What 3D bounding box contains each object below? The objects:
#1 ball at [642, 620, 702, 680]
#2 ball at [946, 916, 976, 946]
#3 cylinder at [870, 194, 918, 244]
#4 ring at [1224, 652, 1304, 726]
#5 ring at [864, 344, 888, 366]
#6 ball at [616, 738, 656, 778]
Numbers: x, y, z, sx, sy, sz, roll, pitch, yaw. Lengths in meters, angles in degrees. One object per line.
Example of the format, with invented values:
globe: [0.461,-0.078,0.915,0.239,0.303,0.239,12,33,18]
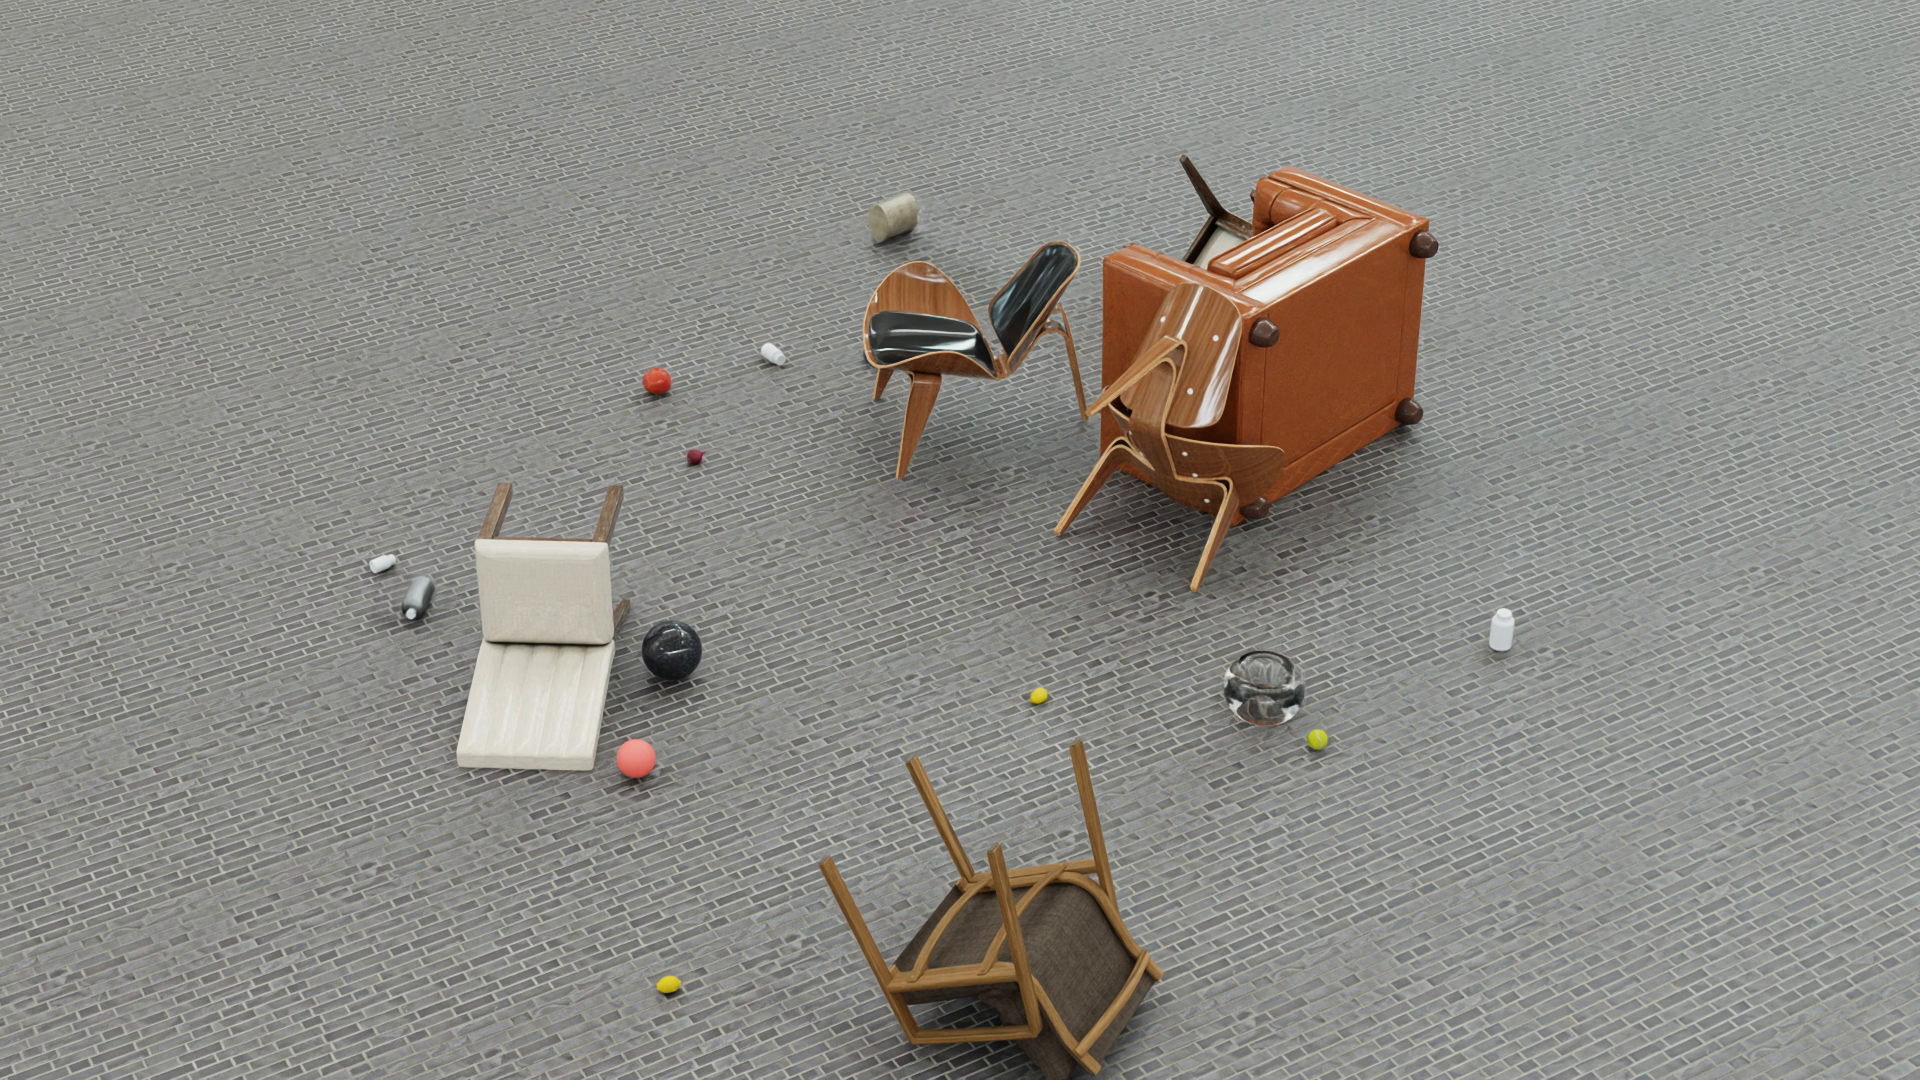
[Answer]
ball: [-0.999,0.383,10.171,0.212,0.212,0.212,0,33,0]
ball: [0.003,1.203,9.036,0.091,0.091,0.091,0,33,0]
cylinder: [-0.292,-1.419,12.931,0.180,0.186,0.122,-28,54,-34]
ring: [1.042,0.507,10.045,0.280,0.145,0.314,3,35,1]
ring: [-0.345,-0.764,12.051,0.098,0.059,0.124,-22,38,-27]
ball: [-1.074,0.725,9.726,0.130,0.130,0.130,0,33,0]
